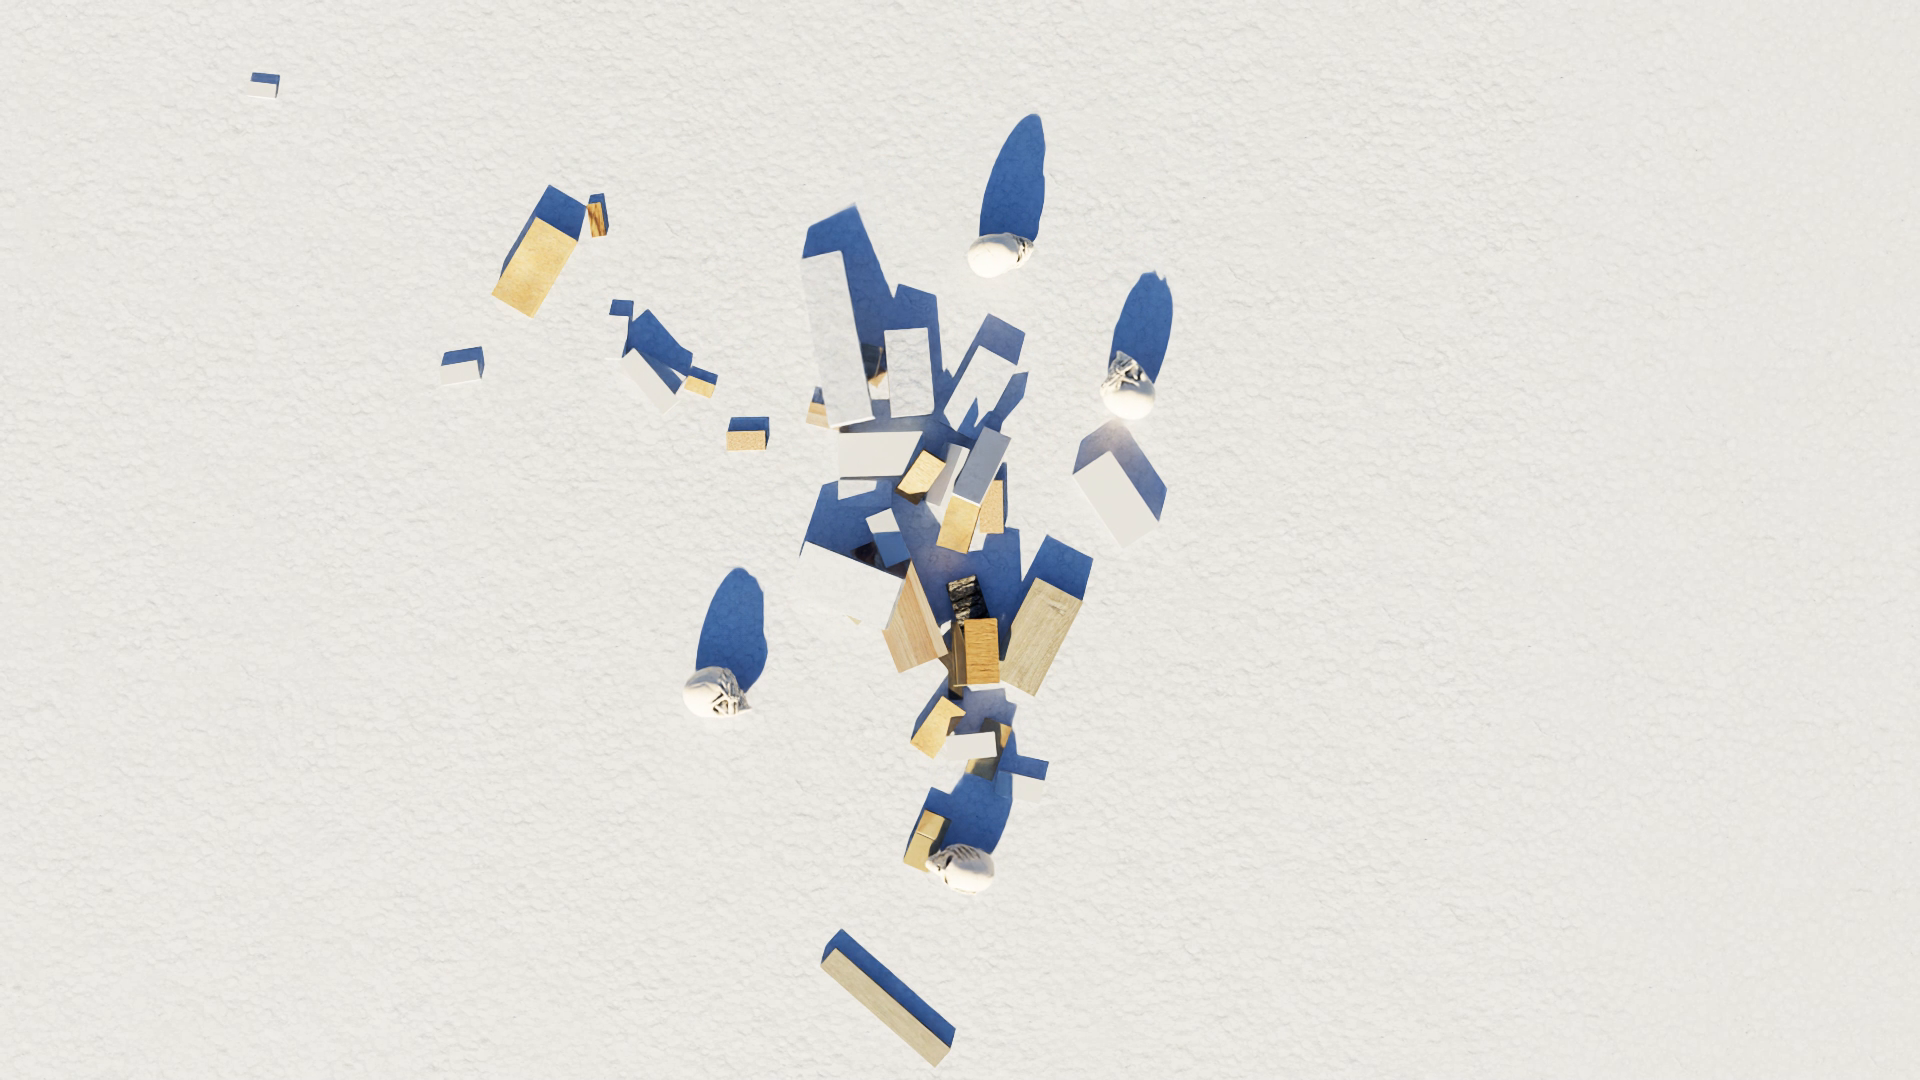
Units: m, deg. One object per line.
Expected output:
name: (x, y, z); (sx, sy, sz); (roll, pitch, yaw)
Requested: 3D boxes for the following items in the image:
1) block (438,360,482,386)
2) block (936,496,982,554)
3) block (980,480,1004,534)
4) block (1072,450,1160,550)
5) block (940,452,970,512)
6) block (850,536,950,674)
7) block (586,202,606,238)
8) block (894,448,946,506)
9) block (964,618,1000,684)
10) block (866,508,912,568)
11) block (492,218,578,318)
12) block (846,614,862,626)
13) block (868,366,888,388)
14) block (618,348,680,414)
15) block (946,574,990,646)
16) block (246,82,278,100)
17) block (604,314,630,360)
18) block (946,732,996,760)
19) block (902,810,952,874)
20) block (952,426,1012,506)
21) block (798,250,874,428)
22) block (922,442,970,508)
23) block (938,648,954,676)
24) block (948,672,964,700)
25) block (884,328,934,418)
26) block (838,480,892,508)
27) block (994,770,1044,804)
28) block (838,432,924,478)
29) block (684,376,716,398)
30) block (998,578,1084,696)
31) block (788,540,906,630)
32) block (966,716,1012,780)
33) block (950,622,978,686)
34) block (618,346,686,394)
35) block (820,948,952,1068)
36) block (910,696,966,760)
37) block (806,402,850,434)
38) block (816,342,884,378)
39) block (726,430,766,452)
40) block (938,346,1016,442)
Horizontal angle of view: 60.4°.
block: (-1.665, -0.556, 5.491); (0.128, 0.018, 0.064); (-9, 90, 0)
block: (0.003, -0.070, 5.442); (0.105, 0.030, 0.211); (17, 93, 11)
block: (0.103, -0.110, 5.489); (0.079, 0.022, 0.174); (-1, 90, 0)
block: (0.517, -0.133, 5.479); (0.149, 0.042, 0.297); (-34, 90, 0)
block: (0.019, -0.185, 5.471); (0.105, 0.030, 0.211); (17, 93, 10)
block: (-0.199, 0.205, 5.454); (0.177, 0.050, 0.436); (-22, 85, 3)
block: (-1.211, -1.065, 5.493); (0.047, 0.013, 0.111); (-9, 90, 0)
block: (-0.132, -0.208, 5.450); (0.088, 0.025, 0.176); (31, 109, -13)
block: (0.072, 0.364, 5.408); (0.106, 0.030, 0.212); (-3, 89, -4)
block: (-0.235, -0.006, 5.430); (0.088, 0.025, 0.176); (-23, 85, 3)
block: (-1.413, -0.903, 5.479); (0.149, 0.042, 0.297); (30, 90, 0)
block: (-0.370, 0.200, 5.489); (0.162, 0.023, 0.081); (45, 90, 0)
block: (-0.312, -0.567, 5.491); (0.128, 0.018, 0.064); (33, 90, 0)
block: (-1.029, -0.524, 5.461); (0.072, 0.020, 0.228); (-41, 90, 0)
block: (0.035, 0.232, 5.460); (0.106, 0.030, 0.212); (-17, 78, -4)
block: (-2.325, -1.498, 5.493); (0.094, 0.013, 0.047); (6, 90, 0)
block: (-1.142, -0.674, 5.490); (0.072, 0.020, 0.143); (4, 90, 0)
block: (0.037, 0.682, 5.462); (0.162, 0.023, 0.081); (-6, 90, 0)
block: (-0.110, 1.002, 5.487); (0.095, 0.027, 0.190); (24, 90, 0)
block: (0.073, -0.242, 5.421); (0.102, 0.029, 0.250); (24, 79, 12)
block: (-0.408, -0.663, 5.442); (0.149, 0.042, 0.567); (-12, 84, 6)
block: (-0.047, -0.215, 5.449); (0.030, 0.105, 0.211); (21, 90, -38)
block: (-0.035, 0.400, 5.482); (0.049, 0.014, 0.097); (-43, 81, 4)
block: (-0.015, 0.484, 5.493); (0.049, 0.014, 0.097); (-1, 90, 0)
block: (-0.168, -0.555, 5.471); (0.143, 0.040, 0.285); (-5, 90, -7)
block: (-0.315, -0.153, 5.488); (0.178, 0.025, 0.088); (1, 90, 0)
block: (0.196, 0.821, 5.489); (0.158, 0.022, 0.079); (13, 90, 0)
block: (-0.261, -0.285, 5.480); (0.285, 0.040, 0.143); (-1, 90, 0)
block: (-0.867, -0.509, 5.493); (0.094, 0.013, 0.047); (21, 90, 0)
block: (0.249, 0.321, 5.475); (0.177, 0.050, 0.354); (27, 90, 0)
block: (-0.371, 0.148, 5.428); (0.354, 0.050, 0.177); (21, 96, 13)
block: (0.095, 0.695, 5.487); (0.095, 0.027, 0.190); (20, 90, 0)
block: (0.027, 0.374, 5.460); (0.106, 0.030, 0.212); (-3, 78, -1)
block: (-1.023, -0.550, 5.486); (0.203, 0.029, 0.102); (31, 90, 0)
block: (-0.248, 1.555, 5.489); (0.510, 0.023, 0.081); (41, 90, 0)
block: (-0.074, 0.623, 5.487); (0.095, 0.027, 0.190); (35, 90, 0)
block: (-0.436, -0.407, 5.490); (0.143, 0.020, 0.072); (14, 90, 0)
block: (-0.366, -0.610, 5.468); (0.203, 0.029, 0.102); (14, 87, 8)
block: (-0.712, -0.330, 5.491); (0.128, 0.018, 0.064); (-2, 90, 0)
block: (0.059, -0.485, 5.480); (0.143, 0.040, 0.285); (29, 90, 0)
